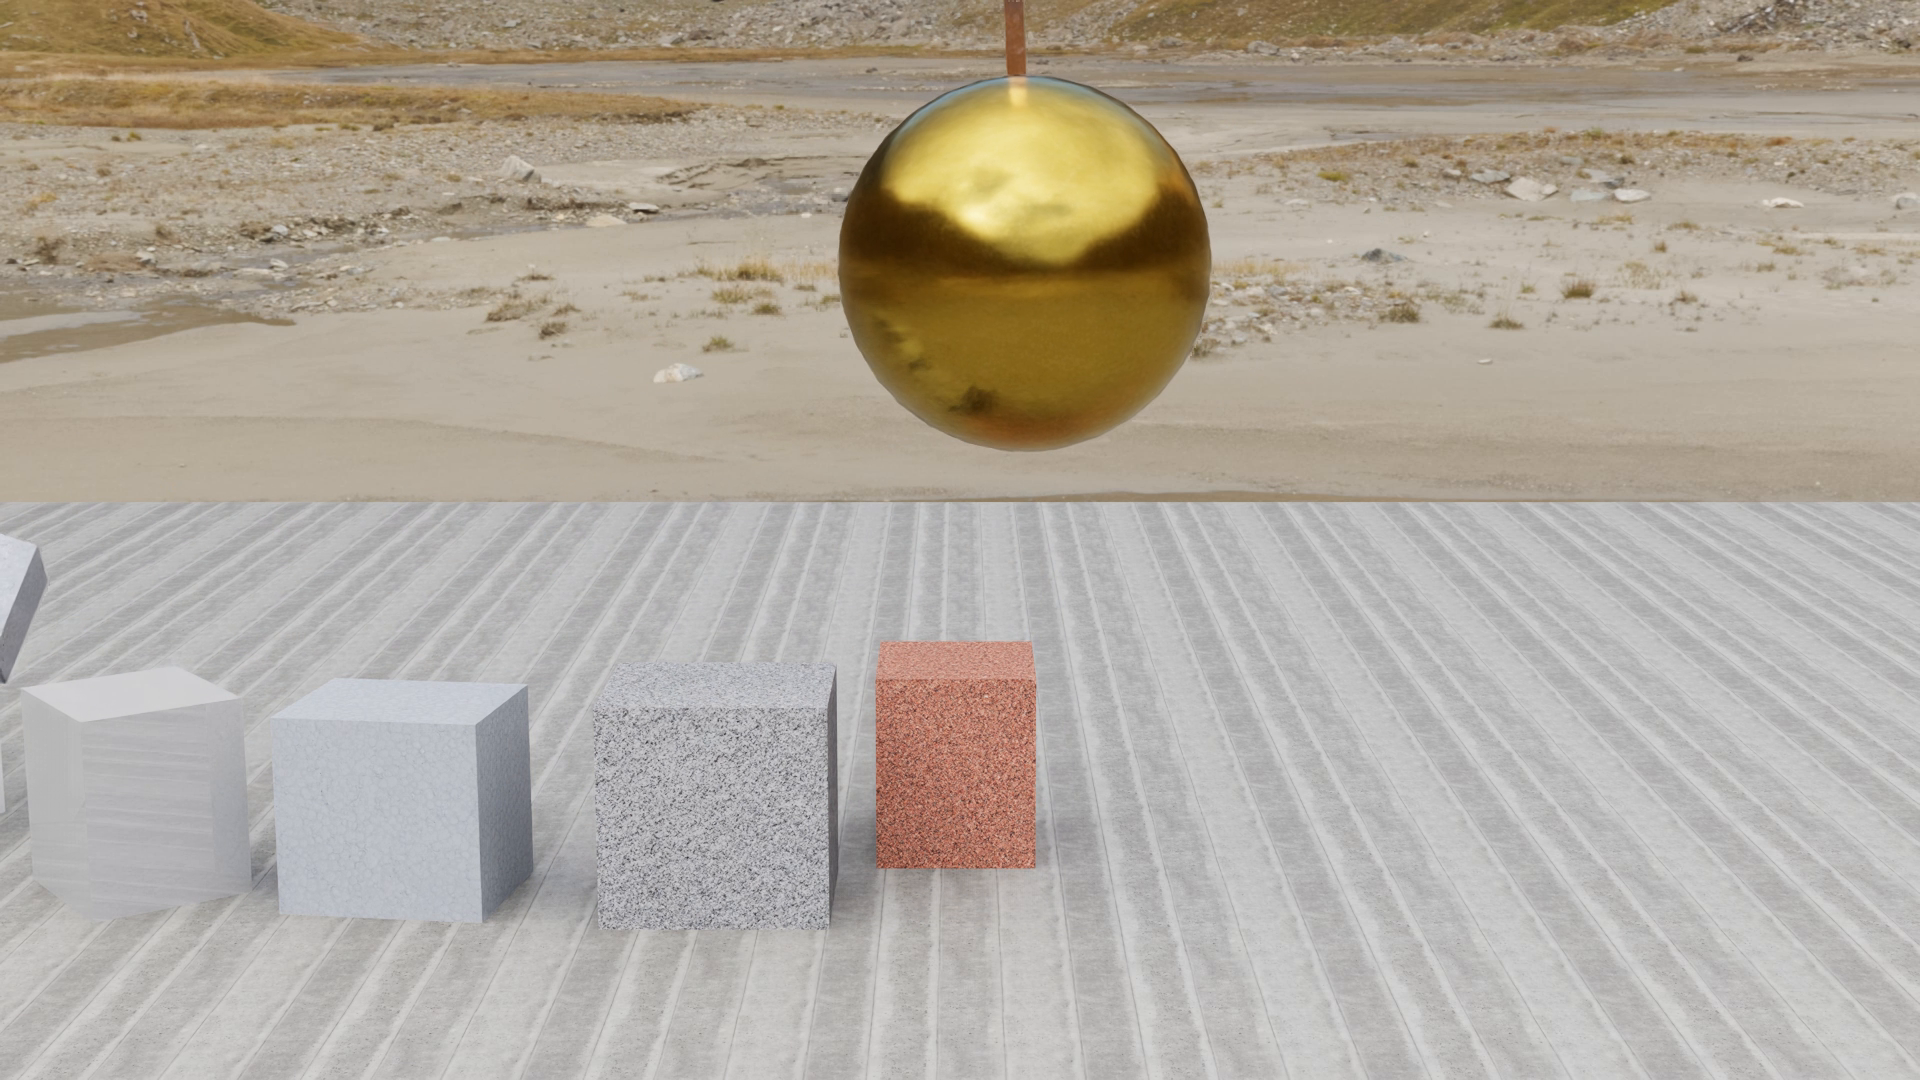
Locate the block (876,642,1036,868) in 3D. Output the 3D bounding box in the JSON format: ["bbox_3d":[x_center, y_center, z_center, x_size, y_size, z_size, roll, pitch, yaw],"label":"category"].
[{"bbox_3d":[-0.018,0.974,11.780,0.710,0.869,0.770,0,10,0],"label":"block"}]

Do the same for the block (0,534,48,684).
[{"bbox_3d":[-4.801,0.281,12.365,0.560,0.555,0.593,18,-22,-8],"label":"block"}]

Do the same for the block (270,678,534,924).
[{"bbox_3d":[-2.391,1.109,11.075,0.888,0.855,0.723,1,10,8],"label":"block"}]

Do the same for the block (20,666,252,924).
[{"bbox_3d":[-3.586,1.087,11.166,0.696,0.867,0.764,-8,13,-37],"label":"block"}]

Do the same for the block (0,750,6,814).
[{"bbox_3d":[-5.114,0.982,12.115,0.782,0.734,0.761,5,11,24],"label":"block"}]

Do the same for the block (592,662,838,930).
[{"bbox_3d":[-1.022,1.079,10.978,0.958,0.948,0.822,0,10,0],"label":"block"}]

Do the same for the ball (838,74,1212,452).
[{"bbox_3d":[0.275,-1.176,10.966,1.600,1.600,1.600,0,10,0],"label":"ball"}]

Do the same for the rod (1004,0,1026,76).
[{"bbox_3d":[0.119,-4.518,10.359,0.080,5.200,0.080,-3,10,0],"label":"rod"}]
